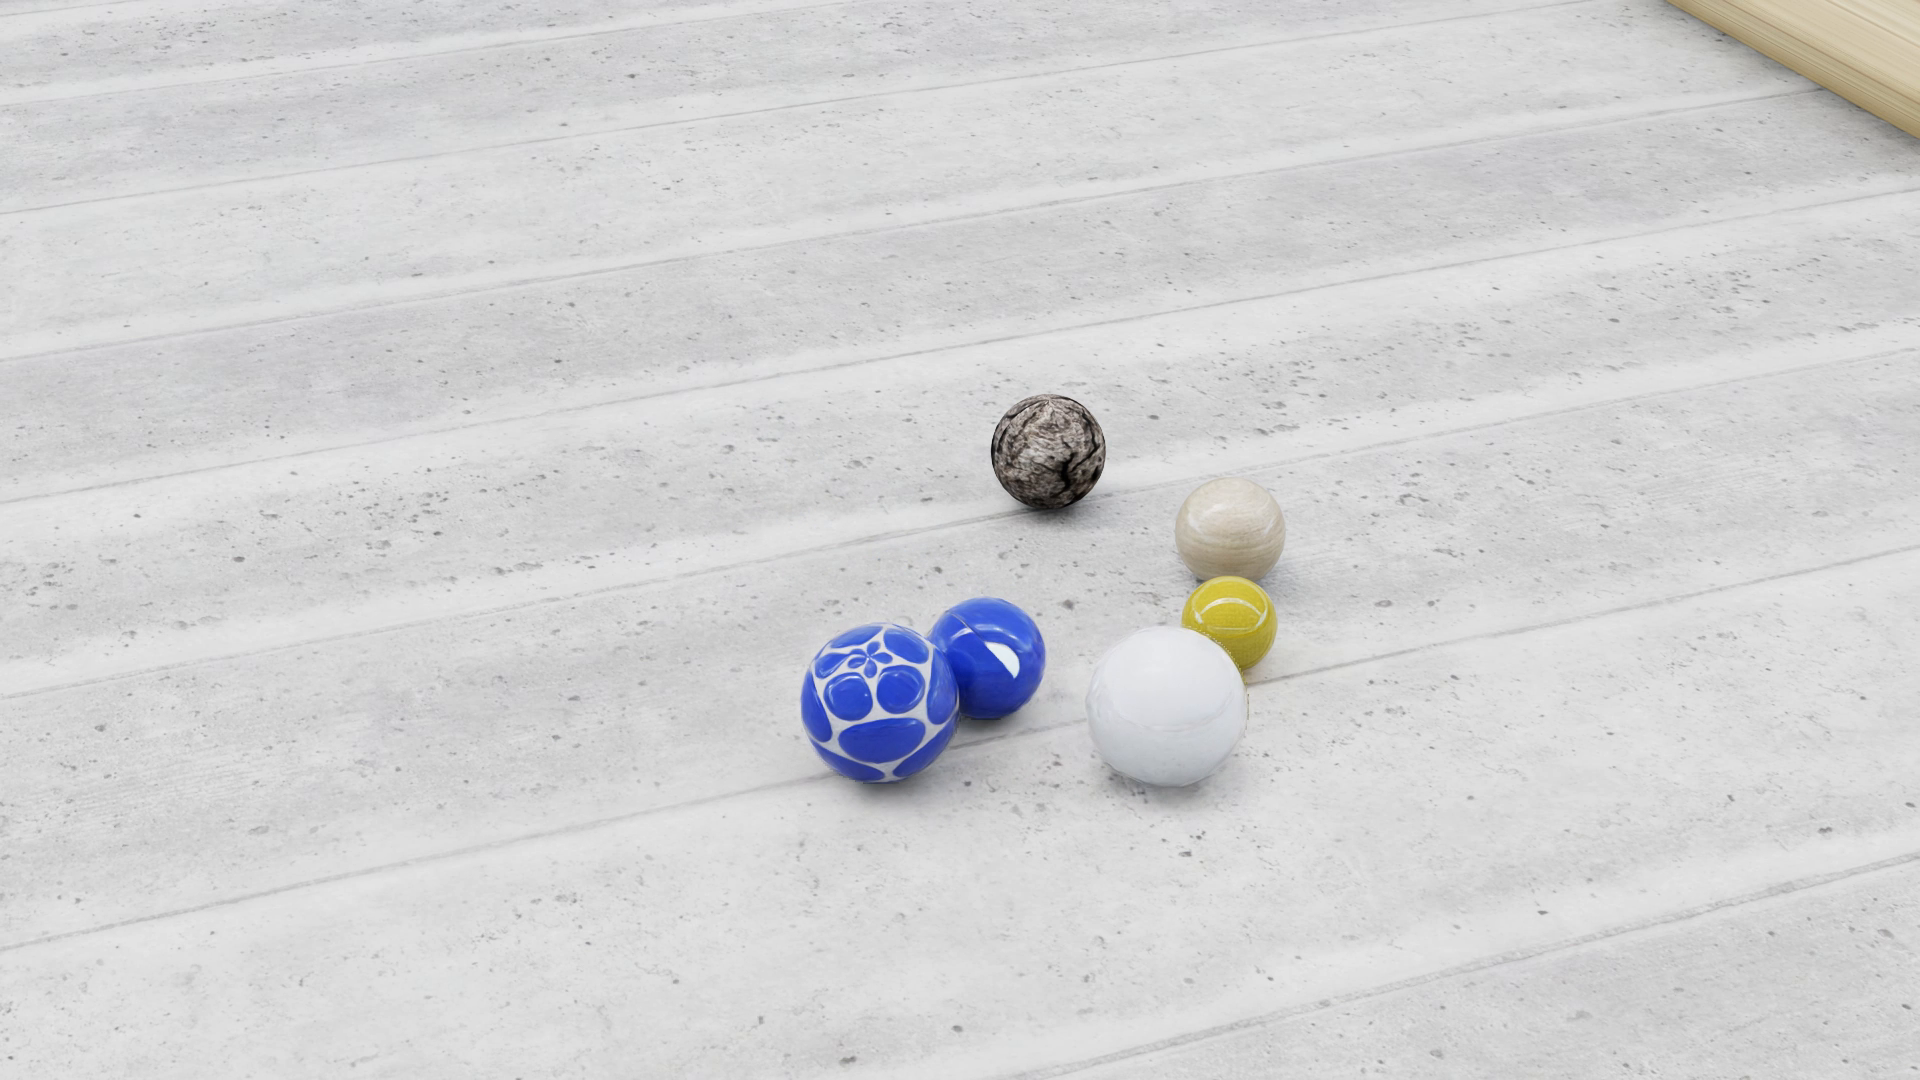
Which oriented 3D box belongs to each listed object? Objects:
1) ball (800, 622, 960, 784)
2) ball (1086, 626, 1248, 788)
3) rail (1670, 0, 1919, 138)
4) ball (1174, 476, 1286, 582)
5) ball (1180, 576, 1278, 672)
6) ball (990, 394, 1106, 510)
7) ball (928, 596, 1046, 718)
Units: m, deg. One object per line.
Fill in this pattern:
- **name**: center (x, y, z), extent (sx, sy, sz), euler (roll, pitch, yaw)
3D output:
- **ball**: center (-0.044, 0.089, 1.617), extent (0.088, 0.088, 0.088), euler (0, 29, 0)
- **ball**: center (0.113, 0.091, 1.613), extent (0.089, 0.089, 0.089), euler (0, 29, 0)
- **rail**: center (0.583, -0.646, 2.916), extent (0.045, 0.115, 4.001), euler (-11, 31, -18)
- **ball**: center (0.166, -0.005, 1.807), extent (0.068, 0.068, 0.068), euler (0, 29, 0)
- **ball**: center (0.158, 0.049, 1.722), extent (0.057, 0.057, 0.057), euler (0, 29, 0)
- **ball**: center (0.057, -0.057, 1.895), extent (0.075, 0.075, 0.075), euler (0, 29, 0)
- **ball**: center (0.015, 0.067, 1.677), extent (0.070, 0.070, 0.070), euler (0, 29, 0)
